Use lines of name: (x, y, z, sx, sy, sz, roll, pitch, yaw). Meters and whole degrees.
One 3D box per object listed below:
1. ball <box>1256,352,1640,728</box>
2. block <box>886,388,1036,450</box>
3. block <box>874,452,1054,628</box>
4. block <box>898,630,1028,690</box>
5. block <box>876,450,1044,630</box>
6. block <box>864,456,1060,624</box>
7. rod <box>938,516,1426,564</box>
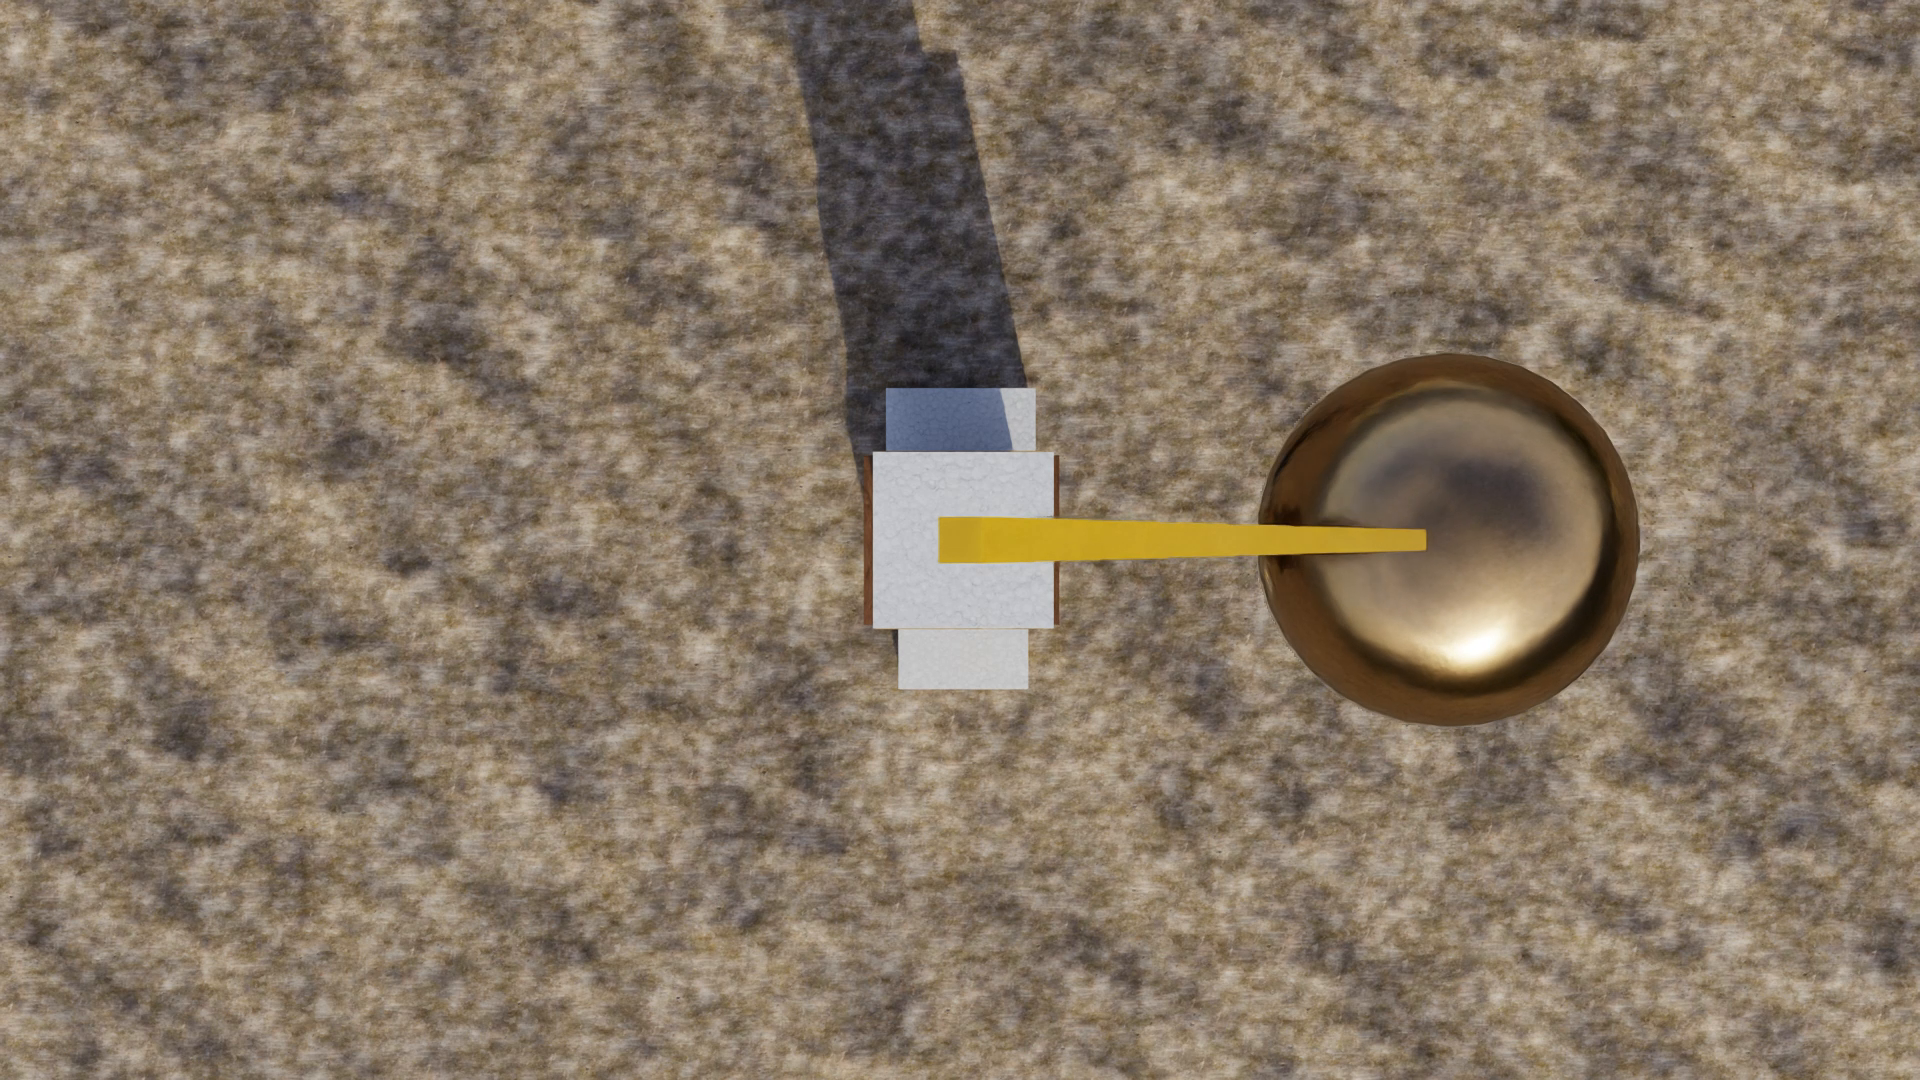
ball: (2.074, 0.000, 9.408, 1.600, 1.600, 1.600, 0, 90, 0)
block: (0.004, -0.367, 12.551, 0.823, 0.898, 0.938, 0, 90, 0)
block: (0.012, 0.000, 7.922, 0.627, 0.586, 0.612, 0, 90, 0)
block: (0.019, 0.474, 12.665, 0.727, 0.671, 0.723, 0, 90, 0)
block: (-0.001, 0.000, 11.020, 0.813, 0.856, 0.859, 0, 90, 0)
block: (0.007, 0.000, 9.735, 0.835, 0.689, 0.724, 0, 90, 0)
rod: (0.899, 0.000, 6.217, 0.080, 5.200, 0.080, 0, 90, 20)
